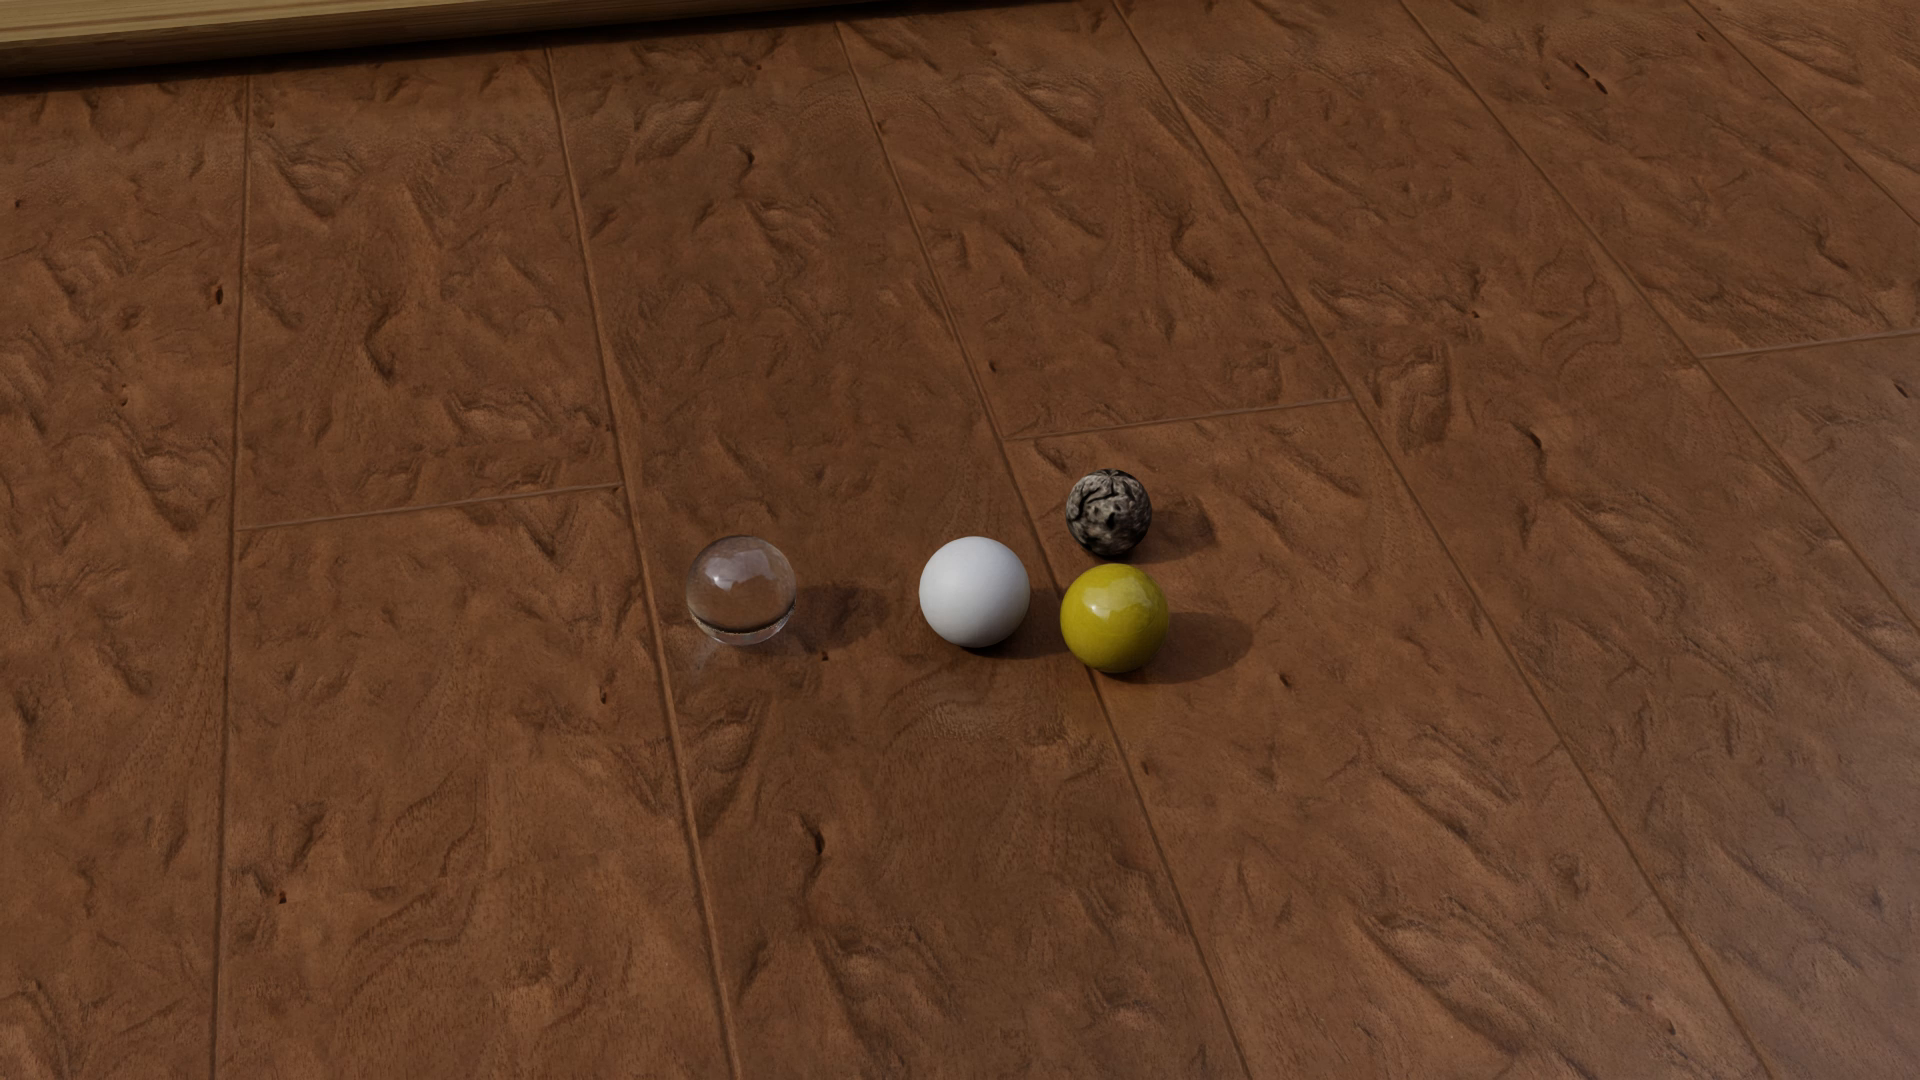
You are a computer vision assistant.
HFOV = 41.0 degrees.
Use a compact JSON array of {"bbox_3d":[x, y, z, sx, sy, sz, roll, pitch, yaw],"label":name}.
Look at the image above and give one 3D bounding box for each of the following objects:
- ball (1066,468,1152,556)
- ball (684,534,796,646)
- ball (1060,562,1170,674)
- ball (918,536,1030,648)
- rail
[{"bbox_3d":[0.093,-0.017,1.603,0.054,0.054,0.054,0,36,0],"label":"ball"},{"bbox_3d":[-0.131,0.030,1.529,0.066,0.066,0.066,0,36,0],"label":"ball"},{"bbox_3d":[0.091,0.046,1.508,0.065,0.065,0.065,0,36,0],"label":"ball"},{"bbox_3d":[0.009,0.031,1.527,0.067,0.067,0.067,0,36,0],"label":"ball"},{"bbox_3d":[0.583,-0.586,2.345,3.077,0.095,0.045,-7,37,-10],"label":"rail"}]
